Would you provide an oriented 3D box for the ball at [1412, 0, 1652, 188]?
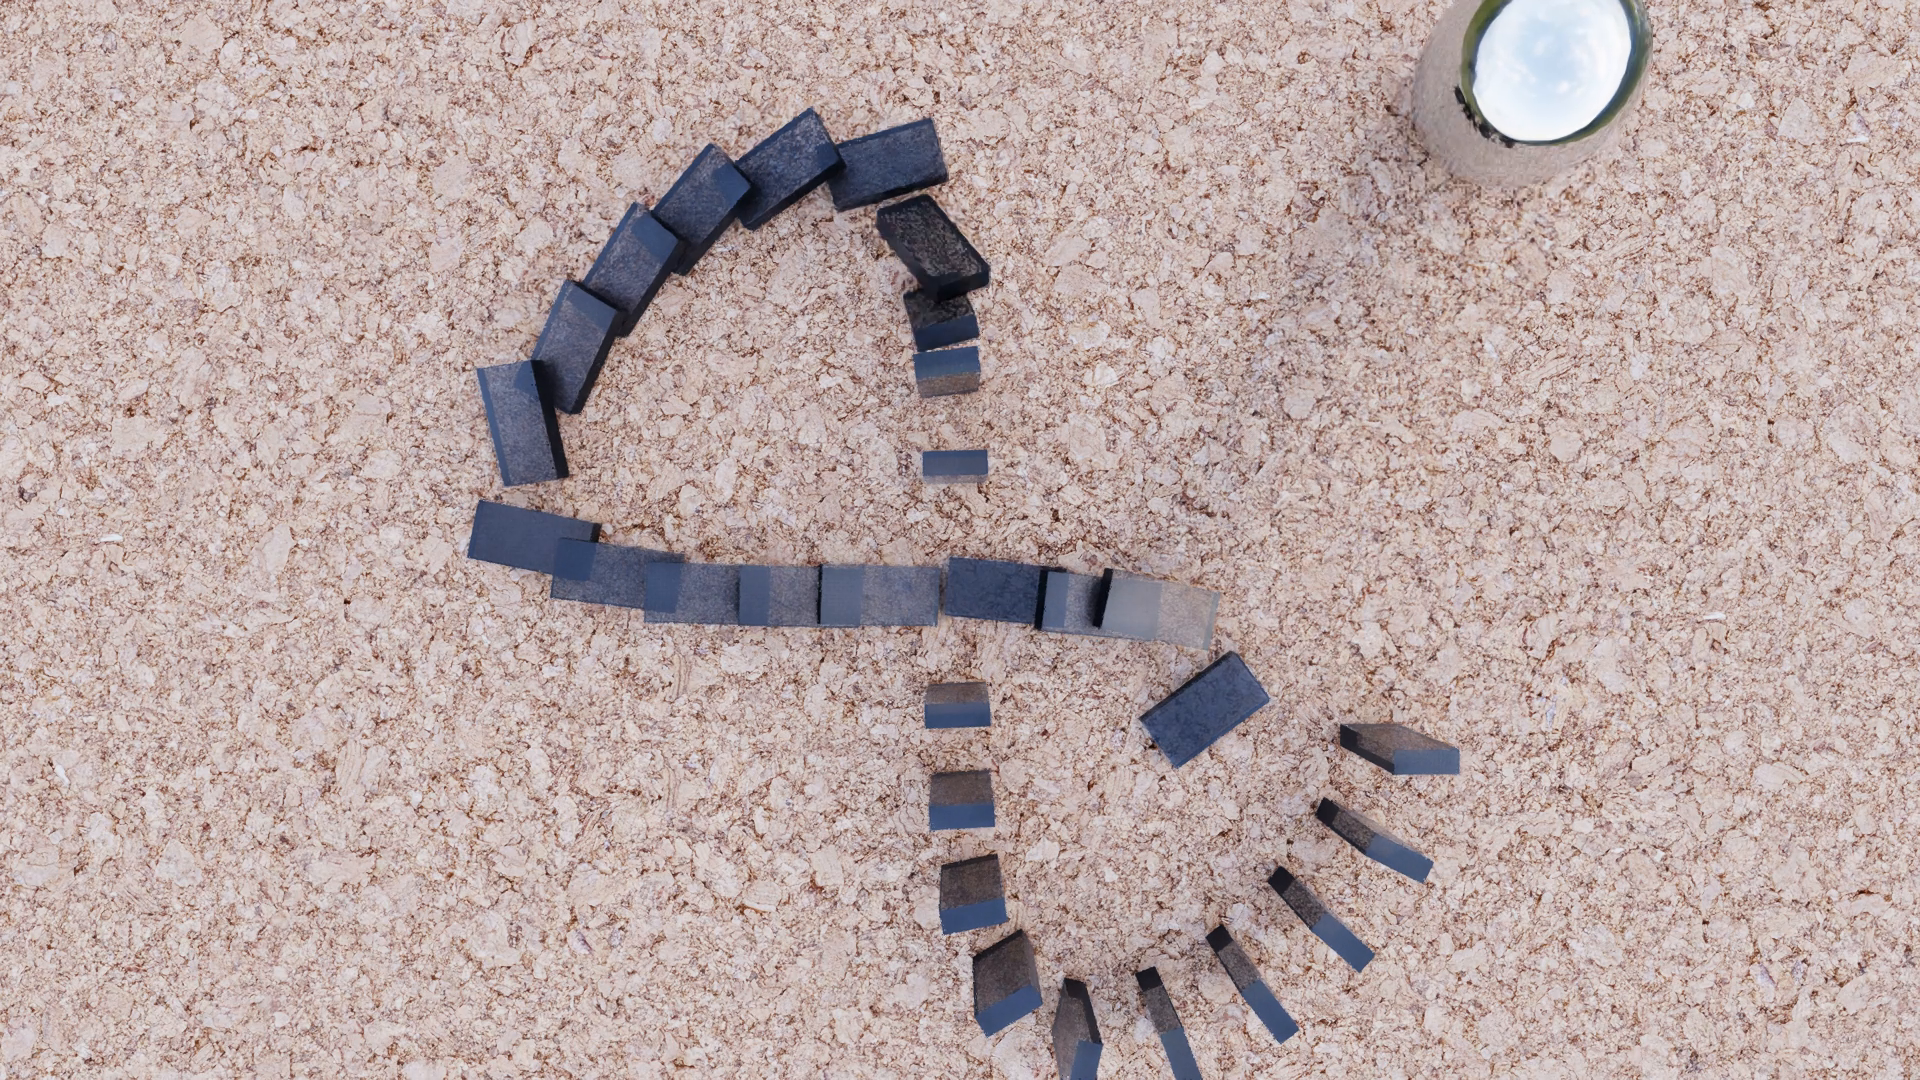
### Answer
[{"bbox_3d":[0.222,-0.181,0.360,0.080,0.080,0.080,0,90,0],"label":"ball"}]

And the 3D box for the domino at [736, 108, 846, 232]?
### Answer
[{"bbox_3d":[-0.076,-0.157,0.389,0.050,0.009,0.025,-29,90,14],"label":"domino"}]

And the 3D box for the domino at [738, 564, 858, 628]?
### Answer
[{"bbox_3d":[-0.068,0.024,0.389,0.050,0.009,0.025,3,90,-14],"label":"domino"}]

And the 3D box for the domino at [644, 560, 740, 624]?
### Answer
[{"bbox_3d":[-0.107,0.023,0.389,0.050,0.010,0.025,3,90,-15],"label":"domino"}]

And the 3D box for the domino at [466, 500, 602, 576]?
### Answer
[{"bbox_3d":[-0.183,0.000,0.395,0.050,0.010,0.025,11,90,0],"label":"domino"}]

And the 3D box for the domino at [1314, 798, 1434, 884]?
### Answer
[{"bbox_3d":[0.168,0.122,0.375,0.025,0.050,0.010,26,90,0],"label":"domino"}]

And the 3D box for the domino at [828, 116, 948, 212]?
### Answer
[{"bbox_3d":[-0.033,-0.161,0.395,0.050,0.009,0.025,-16,90,0],"label":"domino"}]

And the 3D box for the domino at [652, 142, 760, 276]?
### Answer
[{"bbox_3d":[-0.112,-0.140,0.389,0.050,0.010,0.025,-42,90,15],"label":"domino"}]

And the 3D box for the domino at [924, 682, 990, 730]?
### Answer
[{"bbox_3d":[-0.001,0.067,0.375,0.025,0.050,0.010,-2,90,0],"label":"domino"}]

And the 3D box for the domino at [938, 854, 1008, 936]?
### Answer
[{"bbox_3d":[0.005,0.144,0.375,0.025,0.050,0.009,-12,90,0],"label":"domino"}]

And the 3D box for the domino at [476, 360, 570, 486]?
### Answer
[{"bbox_3d":[-0.185,-0.049,0.389,0.025,0.009,0.050,-7,101,9],"label":"domino"}]

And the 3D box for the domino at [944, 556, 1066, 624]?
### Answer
[{"bbox_3d":[0.019,0.022,0.395,0.050,0.009,0.025,6,90,0],"label":"domino"}]

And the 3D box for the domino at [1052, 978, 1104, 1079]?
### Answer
[{"bbox_3d":[0.047,0.204,0.375,0.010,0.050,0.025,13,90,0],"label":"domino"}]

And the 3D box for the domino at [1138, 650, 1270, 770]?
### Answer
[{"bbox_3d":[0.105,0.073,0.395,0.050,0.009,0.025,-36,90,0],"label":"domino"}]

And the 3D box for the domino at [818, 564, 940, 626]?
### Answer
[{"bbox_3d":[-0.034,0.023,0.388,0.050,0.009,0.025,2,90,-17],"label":"domino"}]

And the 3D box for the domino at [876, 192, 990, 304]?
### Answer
[{"bbox_3d":[-0.012,-0.122,0.382,0.025,0.009,0.050,-26,66,-20],"label":"domino"}]

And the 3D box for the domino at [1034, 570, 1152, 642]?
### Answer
[{"bbox_3d":[0.058,0.028,0.389,0.050,0.009,0.025,7,90,-14],"label":"domino"}]

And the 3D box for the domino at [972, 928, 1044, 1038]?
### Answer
[{"bbox_3d":[0.019,0.180,0.375,0.025,0.050,0.010,-31,90,0],"label":"domino"}]

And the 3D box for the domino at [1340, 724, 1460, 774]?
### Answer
[{"bbox_3d":[0.178,0.085,0.375,0.025,0.050,0.009,0,90,0],"label":"domino"}]

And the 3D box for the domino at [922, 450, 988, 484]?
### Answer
[{"bbox_3d":[-0.002,-0.029,0.375,0.025,0.050,0.010,-1,90,0],"label":"domino"}]

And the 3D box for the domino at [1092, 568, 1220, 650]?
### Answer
[{"bbox_3d":[0.083,0.029,0.386,0.050,0.009,0.025,13,88,-14],"label":"domino"}]

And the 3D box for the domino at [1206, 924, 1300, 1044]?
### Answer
[{"bbox_3d":[0.118,0.180,0.375,0.010,0.050,0.025,-38,90,0],"label":"domino"}]

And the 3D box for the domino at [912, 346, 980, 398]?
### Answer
[{"bbox_3d":[-0.005,-0.068,0.375,0.025,0.050,0.009,-7,90,0],"label":"domino"}]

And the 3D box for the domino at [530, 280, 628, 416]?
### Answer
[{"bbox_3d":[-0.164,-0.081,0.389,0.025,0.010,0.050,31,104,0],"label":"domino"}]

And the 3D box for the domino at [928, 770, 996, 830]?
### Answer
[{"bbox_3d":[0.001,0.106,0.375,0.025,0.050,0.010,-3,90,0],"label":"domino"}]

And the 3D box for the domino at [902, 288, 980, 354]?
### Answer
[{"bbox_3d":[-0.008,-0.093,0.376,0.025,0.050,0.009,-15,122,0],"label":"domino"}]

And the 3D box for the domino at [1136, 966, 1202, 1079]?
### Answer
[{"bbox_3d":[0.085,0.199,0.375,0.009,0.050,0.025,-21,90,0],"label":"domino"}]

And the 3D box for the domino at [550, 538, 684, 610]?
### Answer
[{"bbox_3d":[-0.145,0.015,0.389,0.050,0.010,0.025,9,90,-14],"label":"domino"}]

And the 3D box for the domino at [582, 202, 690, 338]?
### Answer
[{"bbox_3d":[-0.140,-0.114,0.389,0.025,0.010,0.050,40,105,0],"label":"domino"}]

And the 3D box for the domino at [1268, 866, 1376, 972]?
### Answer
[{"bbox_3d":[0.146,0.154,0.375,0.025,0.050,0.009,41,90,0],"label":"domino"}]
